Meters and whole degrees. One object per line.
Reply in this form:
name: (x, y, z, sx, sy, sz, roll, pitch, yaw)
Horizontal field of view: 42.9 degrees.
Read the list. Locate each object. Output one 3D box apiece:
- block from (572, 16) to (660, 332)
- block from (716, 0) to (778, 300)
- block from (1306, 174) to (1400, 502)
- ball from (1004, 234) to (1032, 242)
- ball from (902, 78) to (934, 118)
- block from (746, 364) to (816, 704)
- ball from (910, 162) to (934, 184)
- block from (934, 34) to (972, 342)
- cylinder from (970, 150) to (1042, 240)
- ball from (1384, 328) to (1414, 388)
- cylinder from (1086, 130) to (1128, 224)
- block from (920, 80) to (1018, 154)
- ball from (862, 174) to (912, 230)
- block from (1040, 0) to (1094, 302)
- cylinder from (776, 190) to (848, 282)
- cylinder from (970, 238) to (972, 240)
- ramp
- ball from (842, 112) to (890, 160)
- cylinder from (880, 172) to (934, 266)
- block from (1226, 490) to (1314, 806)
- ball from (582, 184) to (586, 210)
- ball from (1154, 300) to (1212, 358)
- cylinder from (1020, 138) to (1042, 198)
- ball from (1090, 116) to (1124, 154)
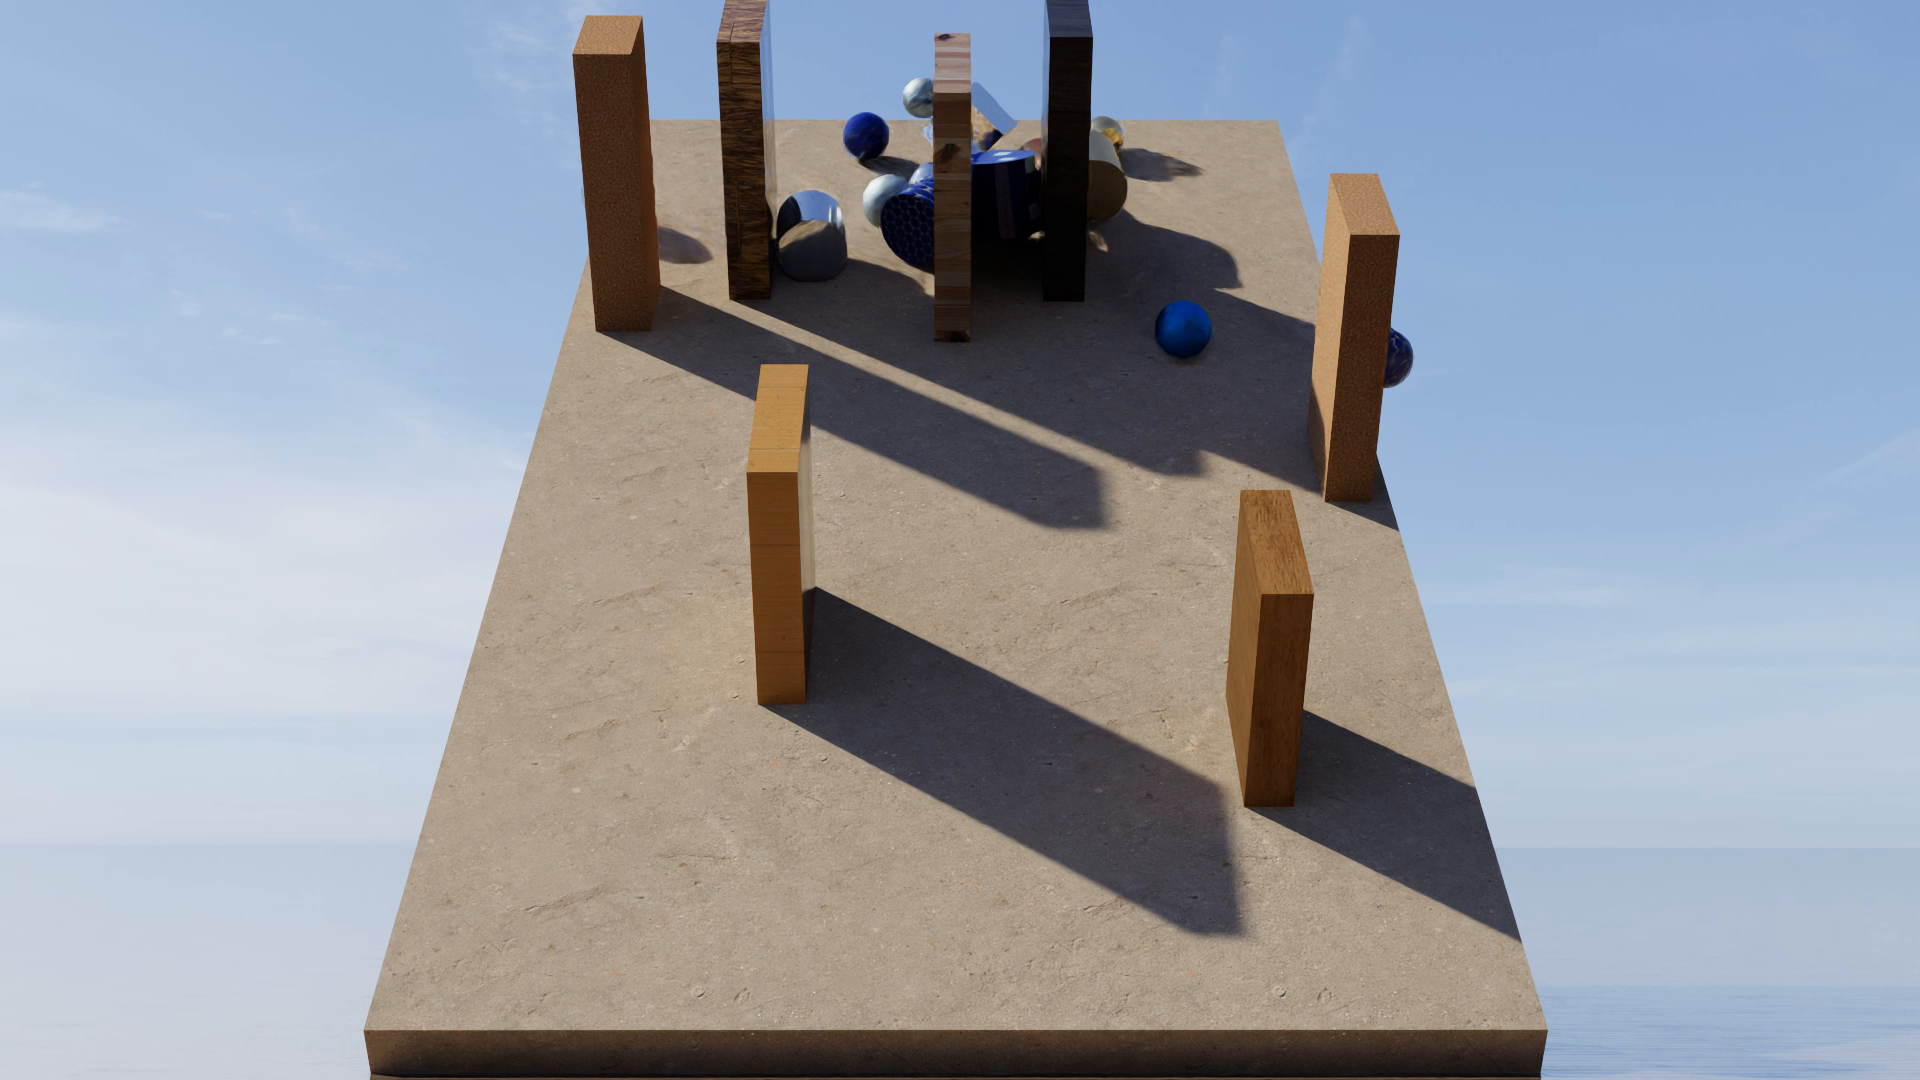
block: (-0.869, -0.928, 6.224, 0.141, 0.749, 0.271, 0, 32, 0)
block: (-0.555, -1.042, 6.445, 0.108, 0.711, 0.392, 0, 32, 0)
block: (0.888, -0.458, 5.559, 0.107, 0.669, 0.327, 0, 32, 0)
ball: (0.147, -0.892, 6.745, 0.145, 0.145, 0.145, 0, -7, 0)
ball: (-0.105, -1.260, 6.973, 0.117, 0.117, 0.117, 0, -7, 0)
block: (-0.358, -0.014, 4.961, 0.097, 0.541, 0.435, 0, 32, 0)
ball: (-0.077, -0.996, 6.866, 0.132, 0.132, 0.132, 0, -7, 0)
block: (-0.019, -0.900, 6.255, 0.092, 0.677, 0.406, 0, 32, 0)
cylinder: (0.108, -0.926, 6.552, 0.204, 0.204, 0.204, -6, 18, 2)
ball: (1.046, -0.449, 6.044, 0.151, 0.151, 0.151, 0, -7, 0)
cylinder: (0.356, -1.011, 6.795, 0.193, 0.193, 0.193, 1, 35, -9)
block: (0.026, -1.190, 7.068, 0.174, 0.174, 0.174, -42, 3, 25)
ball: (-0.195, -0.939, 6.807, 0.155, 0.155, 0.155, 0, -7, 0)
block: (0.275, -1.039, 6.428, 0.108, 0.730, 0.375, 0, 32, 0)
cylinder: (-0.398, -0.817, 6.582, 0.186, 0.186, 0.186, 1, 32, -6)
cylinder: (0.025, -0.927, 6.806, 0.138, 0.138, 0.138, 0, 32, 0)
ramp: (-0.015, -0.190, 5.850, 2.000, 0.100, 4.000, 0, 32, 0)
ball: (-0.277, -1.195, 7.230, 0.140, 0.140, 0.140, 0, -7, 0)
cylinder: (-0.076, -0.882, 6.671, 0.204, 0.204, 0.204, -6, 23, 39)
block: (0.587, 0.205, 4.671, 0.095, 0.483, 0.365, 0, 32, 0)
ball: (-0.967, -0.957, 6.813, 0.175, 0.175, 0.175, 0, -7, 0)
ball: (0.563, -0.532, 6.172, 0.144, 0.144, 0.144, 0, -7, 0)
cylinder: (0.250, -1.043, 6.974, 0.158, 0.158, 0.158, 3, 29, -24)
ball: (0.423, -1.192, 7.244, 0.126, 0.126, 0.126, 0, -7, 0)
